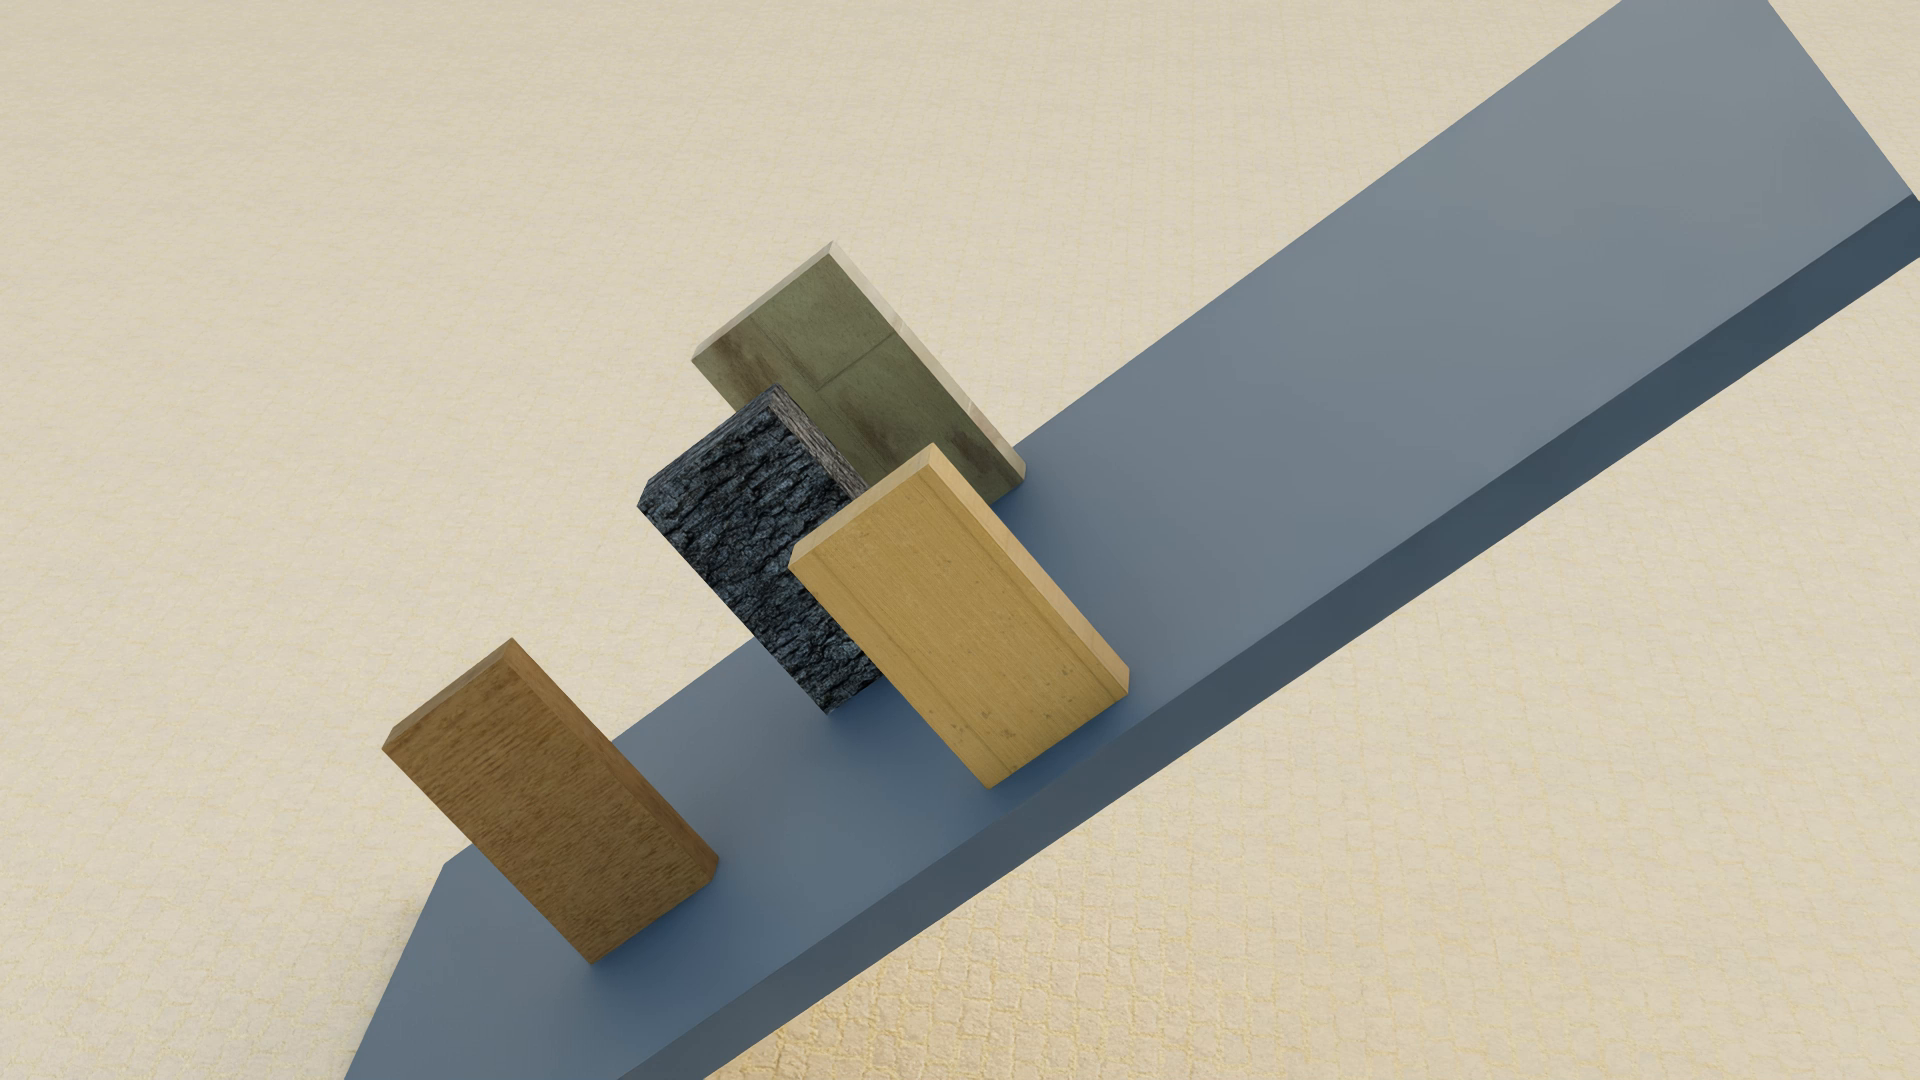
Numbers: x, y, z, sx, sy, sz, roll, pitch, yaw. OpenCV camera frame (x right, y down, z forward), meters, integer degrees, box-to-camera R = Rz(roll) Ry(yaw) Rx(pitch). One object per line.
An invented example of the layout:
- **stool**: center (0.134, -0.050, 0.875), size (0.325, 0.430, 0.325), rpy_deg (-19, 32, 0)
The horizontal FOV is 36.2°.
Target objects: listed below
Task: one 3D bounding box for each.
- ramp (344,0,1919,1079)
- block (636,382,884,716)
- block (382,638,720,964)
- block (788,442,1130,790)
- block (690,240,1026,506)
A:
- **ramp**: center (0.120, 0.185, 6.341), size (4.000, 0.100, 2.000), rpy_deg (-36, 16, 18)
- **block**: center (-0.349, 0.023, 6.506), size (0.384, 0.642, 0.150), rpy_deg (-36, 16, 18)
- **block**: center (-0.865, 0.559, 6.241), size (0.351, 0.660, 0.098), rpy_deg (-36, 16, 18)
- **block**: center (0.002, 0.146, 5.459), size (0.335, 0.581, 0.105), rpy_deg (-36, 16, 18)
- **block**: center (-0.237, -0.302, 6.979), size (0.429, 0.716, 0.102), rpy_deg (-36, 16, 18)
